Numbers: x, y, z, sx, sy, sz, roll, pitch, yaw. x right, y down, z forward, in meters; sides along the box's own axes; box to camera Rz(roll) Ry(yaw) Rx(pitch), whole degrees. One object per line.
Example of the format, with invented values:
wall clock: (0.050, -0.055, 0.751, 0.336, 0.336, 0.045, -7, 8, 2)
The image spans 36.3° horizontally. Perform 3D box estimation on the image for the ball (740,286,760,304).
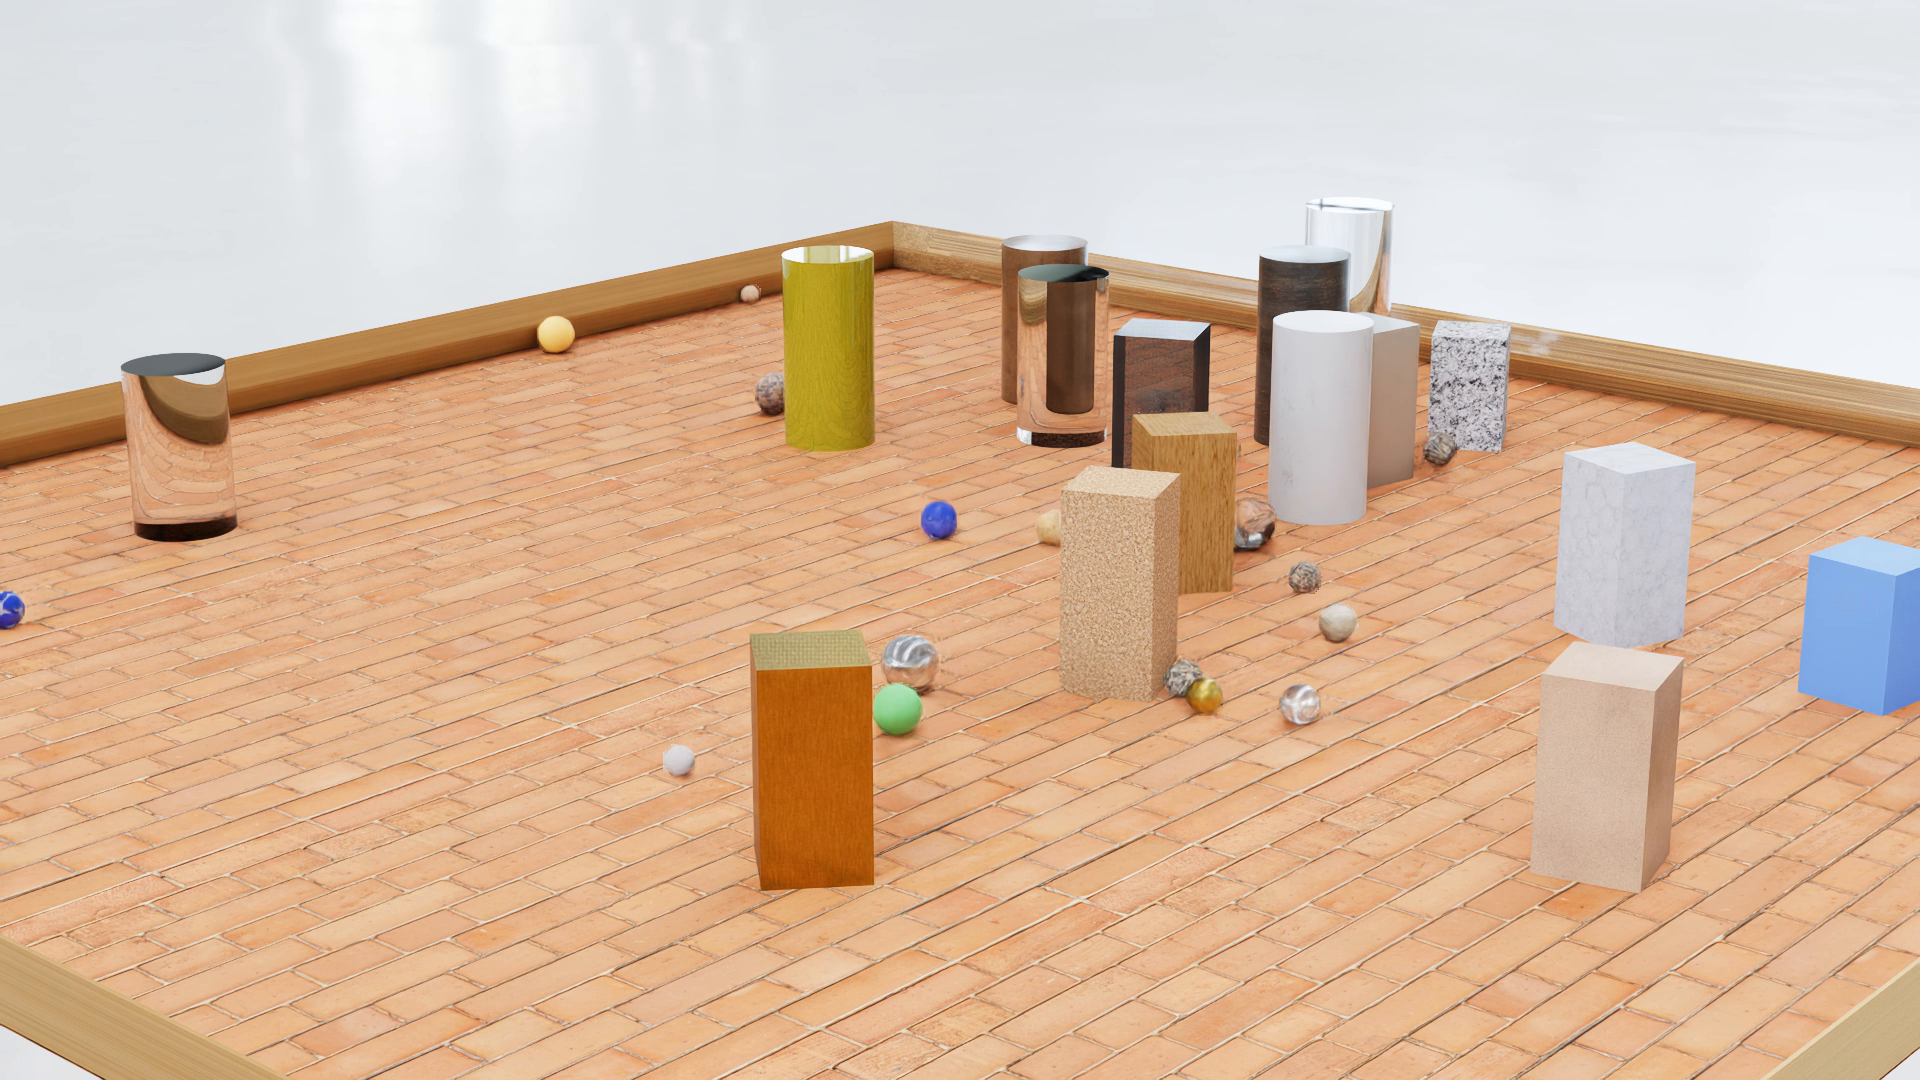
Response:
ball: (-0.531, -0.619, 7.404, 0.048, 0.048, 0.048, 0, 17, 0)

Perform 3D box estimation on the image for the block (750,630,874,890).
block: (-0.199, 0.293, 3.931, 0.151, 0.310, 0.151, -2, 17, -7)

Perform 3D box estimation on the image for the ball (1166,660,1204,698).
ball: (0.353, 0.218, 4.614, 0.059, 0.059, 0.059, 0, 17, 0)

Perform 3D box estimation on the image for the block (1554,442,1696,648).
block: (1.105, 0.009, 4.882, 0.151, 0.304, 0.151, -9, 19, -27)

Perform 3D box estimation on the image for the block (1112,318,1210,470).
block: (0.376, -0.214, 5.501, 0.151, 0.372, 0.151, 5, 18, 16)

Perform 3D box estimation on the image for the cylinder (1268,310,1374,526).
cylinder: (0.683, -0.233, 5.564, 0.189, 0.372, 0.189, 0, 17, 0)

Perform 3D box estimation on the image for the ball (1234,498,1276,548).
ball: (0.531, -0.031, 5.377, 0.094, 0.094, 0.094, 0, 17, 0)

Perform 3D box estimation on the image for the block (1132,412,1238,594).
block: (0.391, -0.065, 5.157, 0.151, 0.288, 0.151, -3, 17, -9)

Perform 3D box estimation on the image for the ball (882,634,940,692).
ball: (-0.078, 0.195, 4.632, 0.092, 0.092, 0.092, 0, 17, 0)

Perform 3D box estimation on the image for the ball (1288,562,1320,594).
ball: (0.601, 0.066, 5.124, 0.055, 0.055, 0.055, 0, 17, 0)

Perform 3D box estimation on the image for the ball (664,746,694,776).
ball: (-0.411, 0.323, 4.293, 0.044, 0.044, 0.044, 0, 17, 0)

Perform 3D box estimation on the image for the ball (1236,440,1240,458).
ball: (0.538, -0.184, 5.941, 0.060, 0.060, 0.060, 0, 17, 0)

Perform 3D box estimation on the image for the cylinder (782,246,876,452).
cylinder: (-0.271, -0.398, 6.073, 0.189, 0.393, 0.189, 0, 17, 0)

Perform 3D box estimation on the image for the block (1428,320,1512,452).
block: (1.057, -0.320, 6.087, 0.151, 0.237, 0.151, 4, 17, 13)

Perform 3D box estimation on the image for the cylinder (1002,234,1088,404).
cylinder: (0.185, -0.482, 6.433, 0.189, 0.347, 0.189, 0, 17, 0)

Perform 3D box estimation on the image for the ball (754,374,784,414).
ball: (-0.402, -0.317, 6.336, 0.086, 0.086, 0.086, 0, 17, 0)

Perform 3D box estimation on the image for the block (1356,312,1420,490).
block: (0.797, -0.276, 5.810, 0.151, 0.313, 0.151, -13, 21, -37)

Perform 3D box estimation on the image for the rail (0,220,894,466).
rail: (-1.498, -0.346, 6.366, 0.045, 0.122, 4.073, 14, 22, 39)

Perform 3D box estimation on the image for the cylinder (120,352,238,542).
cylinder: (-1.456, -0.174, 5.469, 0.189, 0.315, 0.189, 0, 17, 0)

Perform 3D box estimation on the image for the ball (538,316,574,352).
ball: (-0.948, -0.483, 6.886, 0.086, 0.086, 0.086, 0, 17, 0)

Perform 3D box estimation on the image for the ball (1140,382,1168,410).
ball: (0.420, -0.313, 6.368, 0.062, 0.062, 0.062, 0, 17, 0)

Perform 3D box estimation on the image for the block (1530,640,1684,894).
block: (0.870, 0.303, 3.942, 0.151, 0.285, 0.151, 9, 19, 26)

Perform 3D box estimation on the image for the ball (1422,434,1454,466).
ball: (0.968, -0.182, 5.929, 0.064, 0.064, 0.064, 0, 17, 0)

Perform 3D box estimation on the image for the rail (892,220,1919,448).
rail: (1.320, -0.409, 6.576, 4.014, 0.122, 0.045, 14, 22, 39)

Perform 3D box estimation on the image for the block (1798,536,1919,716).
block: (1.432, 0.133, 4.604, 0.151, 0.228, 0.151, -15, 22, -40)

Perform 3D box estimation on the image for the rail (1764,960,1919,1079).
rail: (1.498, 0.407, 3.876, 0.045, 0.122, 4.073, 14, 22, 39)

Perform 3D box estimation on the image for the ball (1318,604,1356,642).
ball: (0.627, 0.137, 4.876, 0.062, 0.062, 0.062, 0, 17, 0)

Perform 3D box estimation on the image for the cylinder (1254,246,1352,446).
cylinder: (0.709, -0.400, 6.081, 0.189, 0.393, 0.189, 0, 17, 0)

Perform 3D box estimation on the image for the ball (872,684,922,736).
ball: (-0.095, 0.258, 4.451, 0.077, 0.077, 0.077, 0, 17, 0)

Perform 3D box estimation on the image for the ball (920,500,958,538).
ball: (-0.039, -0.037, 5.439, 0.071, 0.071, 0.071, 0, 17, 0)

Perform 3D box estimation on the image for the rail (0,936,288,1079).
rail: (-1.320, 0.470, 3.666, 4.014, 0.122, 0.045, 14, 22, 39)

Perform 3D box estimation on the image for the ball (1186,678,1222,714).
ball: (0.379, 0.241, 4.542, 0.056, 0.056, 0.056, 0, 17, 0)

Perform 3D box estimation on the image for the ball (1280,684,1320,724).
ball: (0.522, 0.252, 4.497, 0.062, 0.062, 0.062, 0, 17, 0)

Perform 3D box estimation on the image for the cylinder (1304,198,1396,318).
cylinder: (0.828, -0.494, 6.288, 0.189, 0.453, 0.189, 0, 17, 0)

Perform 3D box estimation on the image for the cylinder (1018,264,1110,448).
cylinder: (0.214, -0.384, 6.104, 0.189, 0.349, 0.189, 0, 17, 0)

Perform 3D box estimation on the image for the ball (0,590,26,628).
ball: (-1.608, 0.117, 4.938, 0.064, 0.064, 0.064, 0, 17, 0)

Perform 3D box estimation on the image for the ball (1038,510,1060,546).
ball: (0.175, -0.023, 5.401, 0.065, 0.065, 0.065, 0, 17, 0)

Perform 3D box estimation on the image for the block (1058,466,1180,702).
block: (0.253, 0.068, 4.636, 0.151, 0.333, 0.151, 6, 18, 18)
